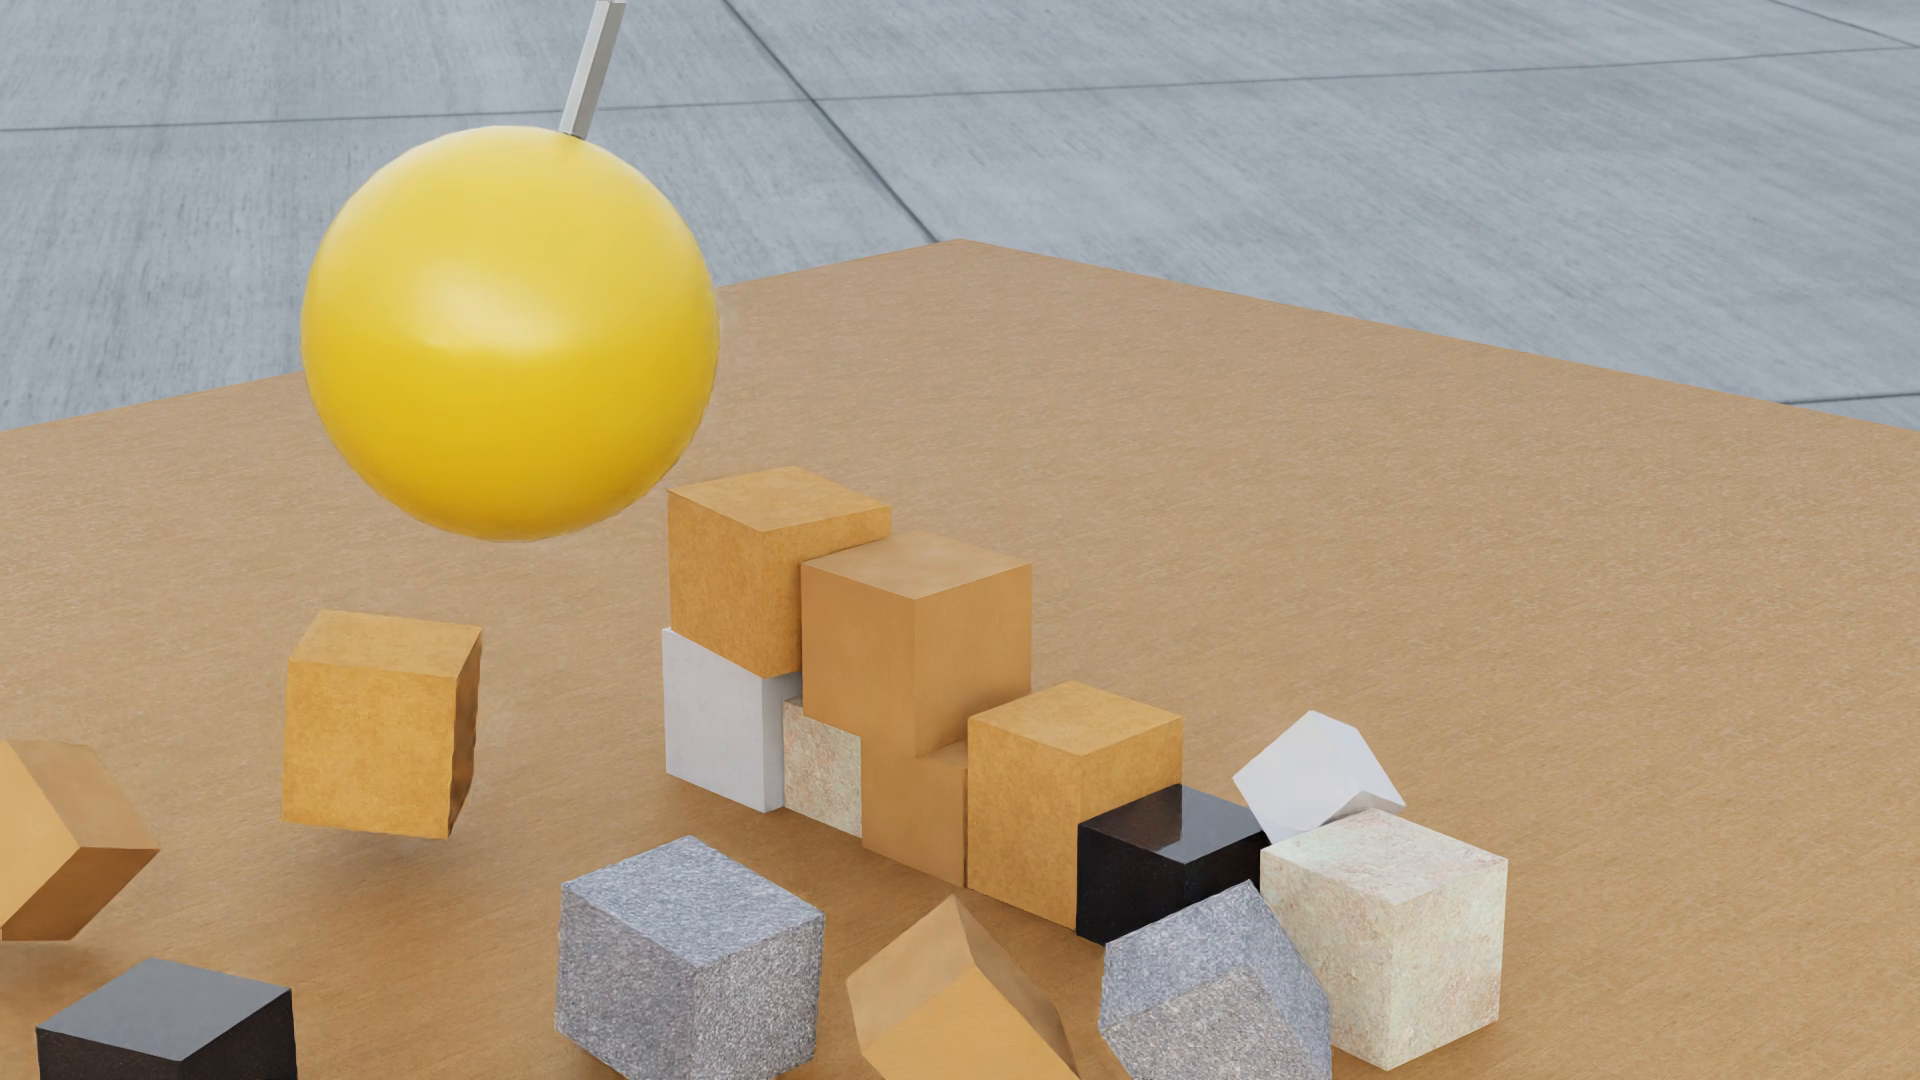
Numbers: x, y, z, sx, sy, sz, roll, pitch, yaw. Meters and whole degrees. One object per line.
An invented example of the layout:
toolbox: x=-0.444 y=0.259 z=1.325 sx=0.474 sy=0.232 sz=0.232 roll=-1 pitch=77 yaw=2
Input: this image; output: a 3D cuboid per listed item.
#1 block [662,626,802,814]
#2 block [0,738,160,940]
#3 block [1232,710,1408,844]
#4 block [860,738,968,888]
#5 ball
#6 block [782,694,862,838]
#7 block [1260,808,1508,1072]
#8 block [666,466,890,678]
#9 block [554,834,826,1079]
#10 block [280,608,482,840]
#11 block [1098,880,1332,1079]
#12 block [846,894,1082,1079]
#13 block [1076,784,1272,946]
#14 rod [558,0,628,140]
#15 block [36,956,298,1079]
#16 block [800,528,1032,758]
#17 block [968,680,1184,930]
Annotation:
block: x=-0.926 y=0.796 z=14.550 sx=0.790 sy=0.757 sz=0.741 roll=-17 pitch=24 yaw=-42
block: x=-3.939 y=1.287 z=12.538 sx=0.606 sy=0.590 sz=0.563 roll=49 pitch=10 yaw=18
block: x=1.539 y=1.081 z=12.556 sx=0.402 sy=0.465 sz=0.444 roll=23 pitch=30 yaw=-50
block: x=0.010 y=1.164 z=13.673 sx=0.659 sy=0.580 sz=0.671 roll=-17 pitch=24 yaw=-42
ball: x=-1.724 y=-0.789 z=11.286 sx=1.600 sy=1.600 sz=1.600 roll=0 pitch=17 yaw=0
block: x=-0.430 y=1.035 z=14.133 sx=0.582 sy=0.550 sz=0.606 roll=-17 pitch=24 yaw=-42
block: x=1.720 y=1.617 z=12.002 sx=0.684 sy=0.717 sz=0.722 roll=-14 pitch=22 yaw=-38
block: x=-0.874 y=0.140 z=14.172 sx=0.725 sy=0.721 sz=0.862 roll=-12 pitch=21 yaw=-34
block: x=-1.077 y=1.713 z=11.625 sx=0.804 sy=0.666 sz=0.675 roll=24 pitch=29 yaw=38
block: x=-2.641 y=0.837 z=13.425 sx=0.752 sy=0.787 sz=0.672 roll=6 pitch=18 yaw=-1
block: x=0.966 y=1.787 z=11.046 sx=0.632 sy=0.625 sz=0.554 roll=-27 pitch=21 yaw=18
block: x=0.006 y=1.845 z=11.048 sx=0.532 sy=0.648 sz=0.607 roll=-39 pitch=19 yaw=6
block: x=0.957 y=1.473 z=12.781 sx=0.610 sy=0.525 sz=0.660 roll=17 pitch=24 yaw=42
rod: x=-0.747 y=-4.046 z=11.287 sx=0.080 sy=5.200 sz=0.080 roll=17 pitch=0 yaw=42
block: x=-2.942 y=2.014 z=10.938 sx=0.656 sy=0.599 sz=0.646 roll=8 pitch=19 yaw=23
block: x=-0.202 y=0.465 z=13.673 sx=0.755 sy=0.754 sz=0.758 roll=17 pitch=24 yaw=42
block: x=0.516 y=1.182 z=13.202 sx=0.676 sy=0.825 sz=0.685 roll=16 pitch=23 yaw=42
